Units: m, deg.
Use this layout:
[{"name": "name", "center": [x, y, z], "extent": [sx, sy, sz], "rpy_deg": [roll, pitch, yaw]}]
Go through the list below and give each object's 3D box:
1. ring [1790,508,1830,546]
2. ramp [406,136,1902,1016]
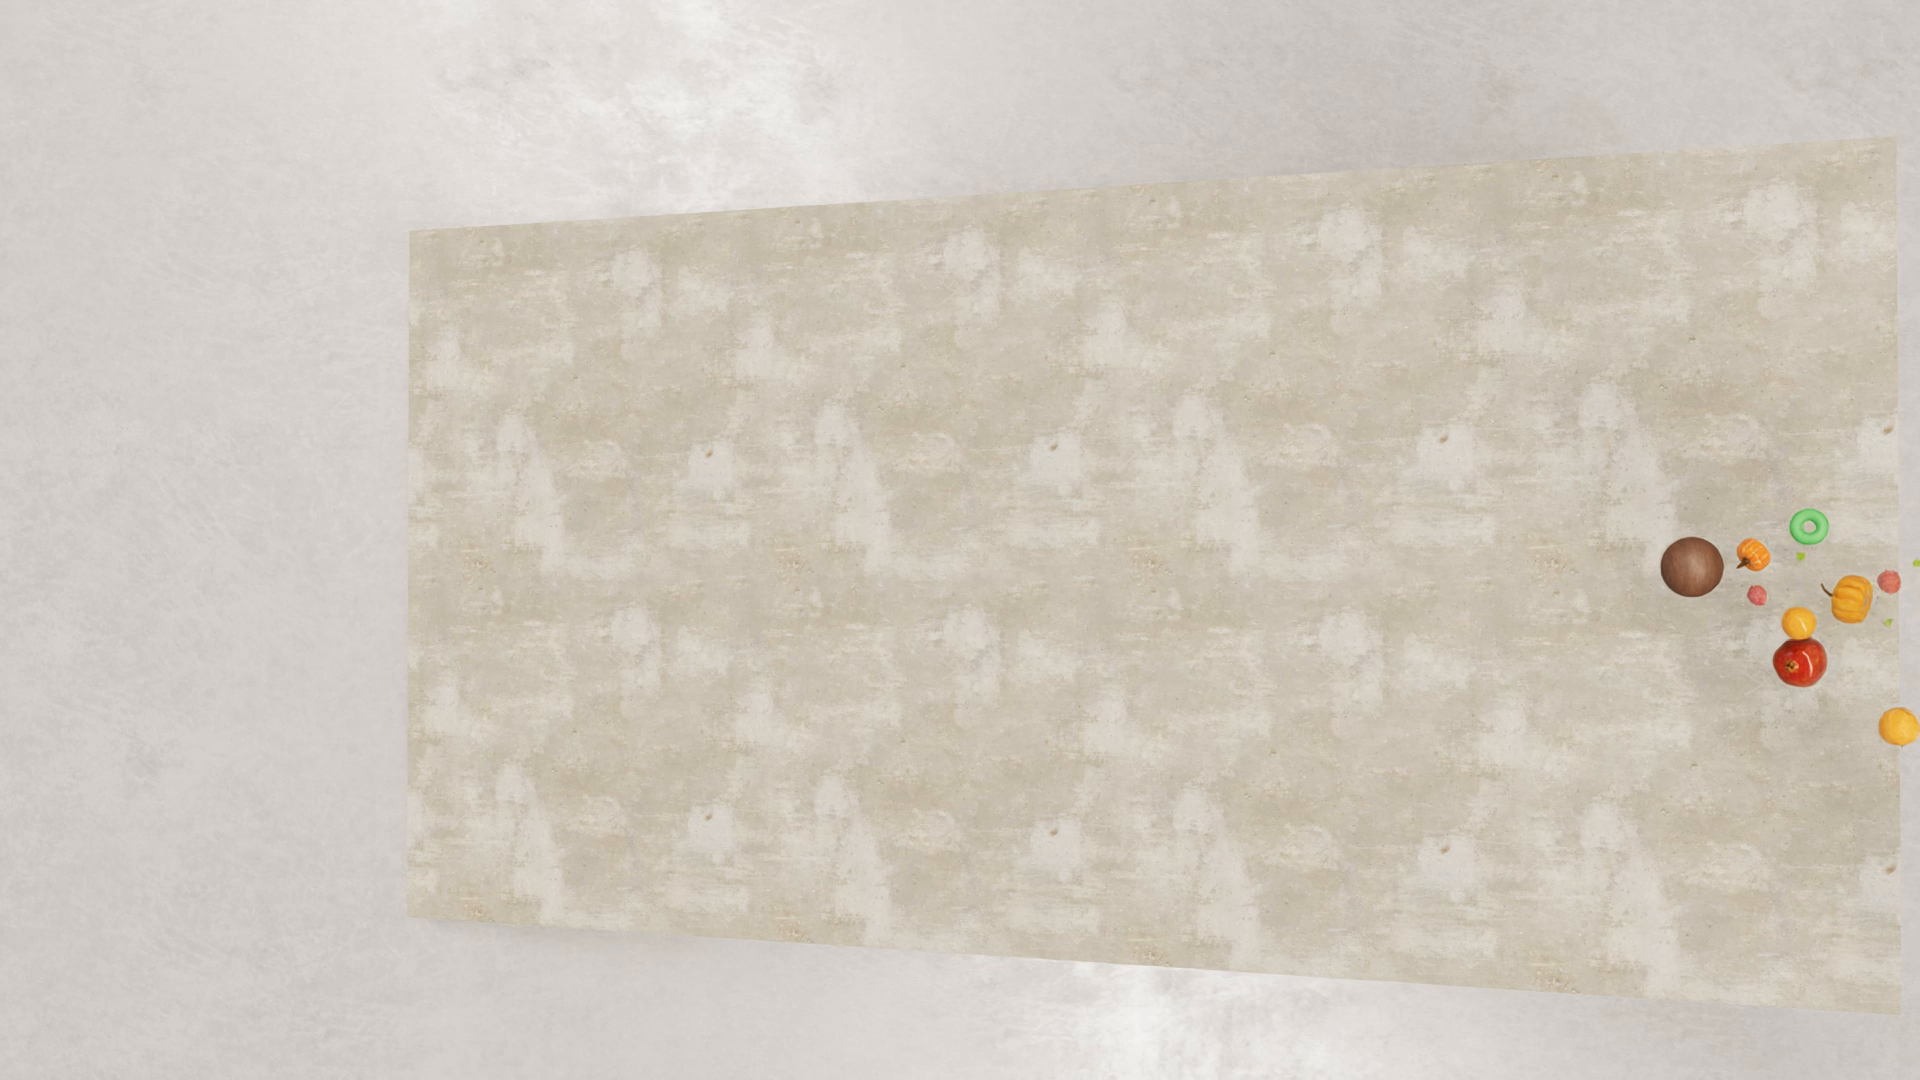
[{"name": "ring", "center": [1.900, -0.029, 4.919], "extent": [0.083, 0.028, 0.083], "rpy_deg": [-4, 80, 23]}, {"name": "ramp", "center": [0.281, 0.089, 5.753], "extent": [4.000, 0.100, 2.000], "rpy_deg": [0, 89, 21]}]
